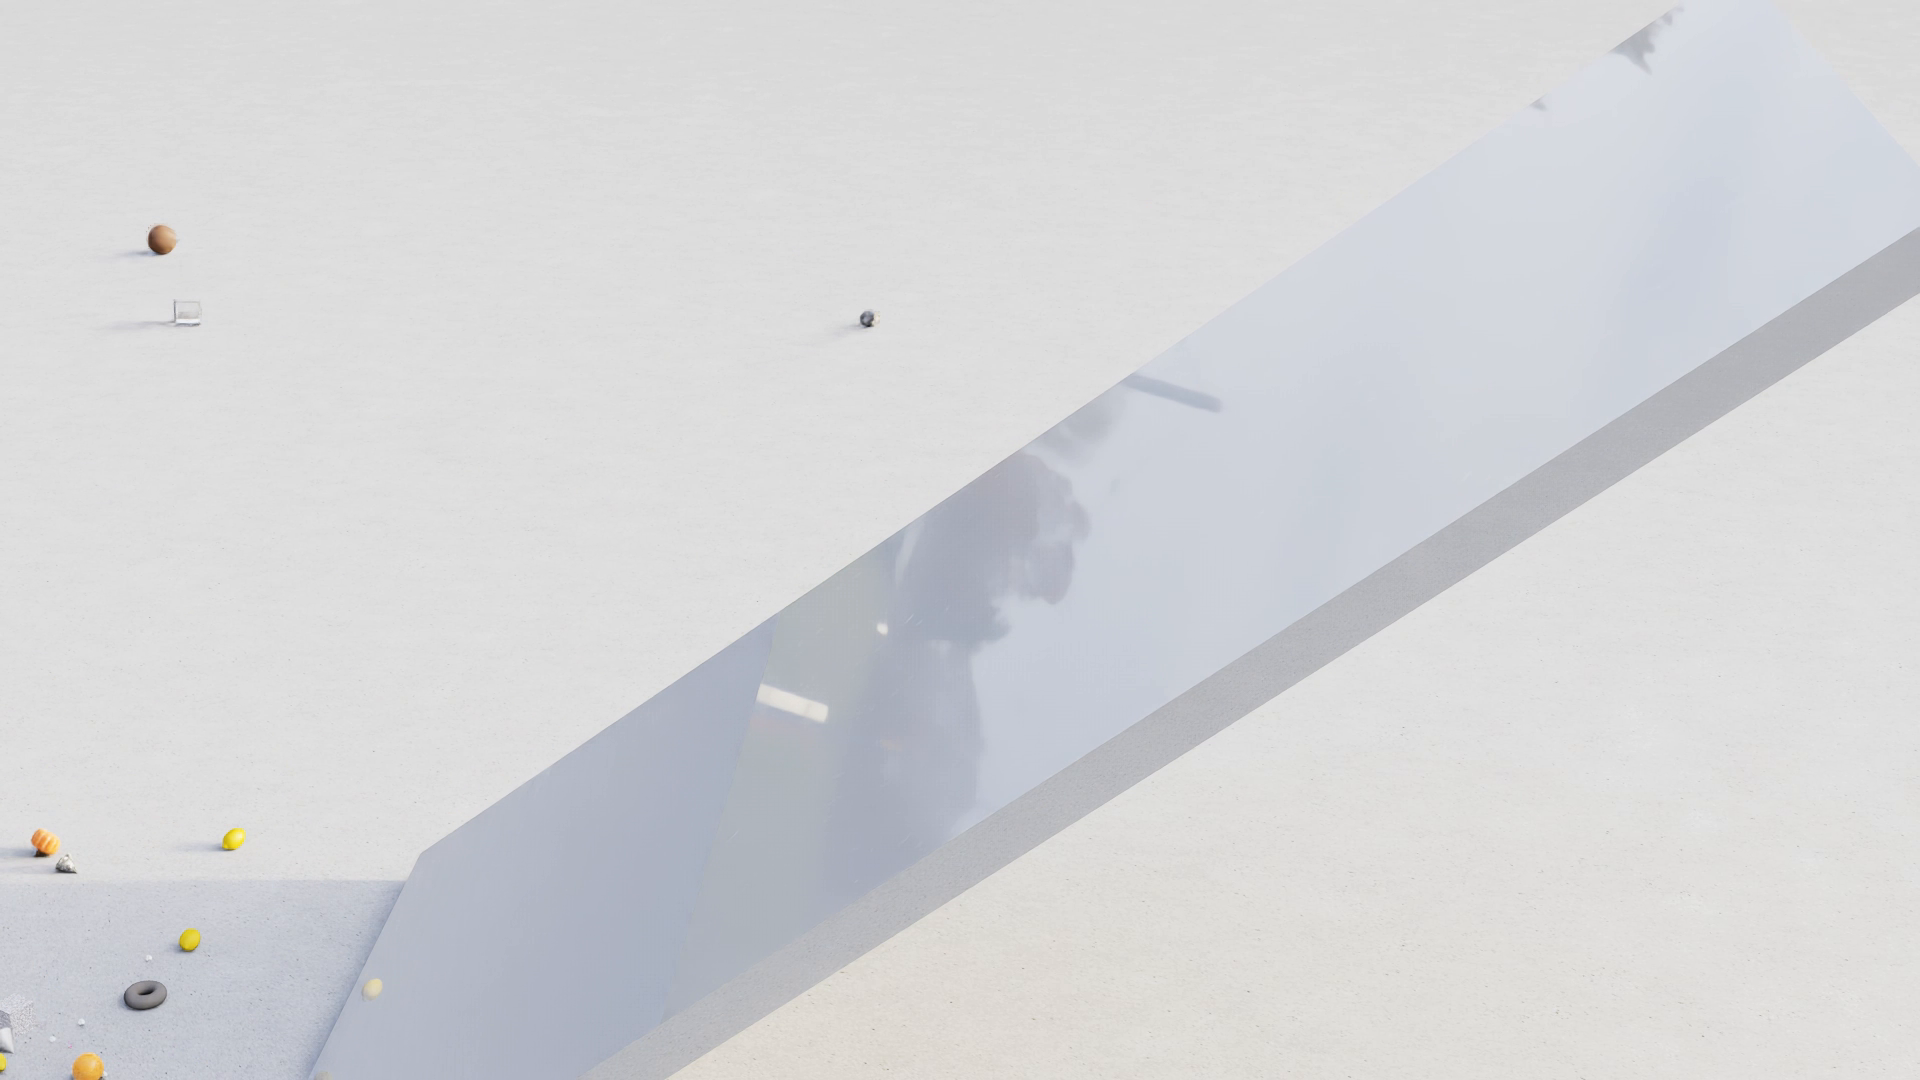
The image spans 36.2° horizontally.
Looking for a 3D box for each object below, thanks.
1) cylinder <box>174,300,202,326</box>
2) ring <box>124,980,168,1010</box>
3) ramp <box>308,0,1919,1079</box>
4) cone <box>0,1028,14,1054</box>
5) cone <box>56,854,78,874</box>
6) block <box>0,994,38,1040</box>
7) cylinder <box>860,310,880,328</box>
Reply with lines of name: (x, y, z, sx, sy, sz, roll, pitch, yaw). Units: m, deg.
cylinder: (-3.196, -0.942, 12.180, 0.100, 0.100, 0.100, -3, 22, -8)
ring: (-2.006, 1.120, 7.242, 0.104, 0.035, 0.104, 0, 23, 0)
ramp: (0.131, 0.178, 6.318, 4.000, 0.100, 2.000, -34, 16, 16)
cone: (-2.278, 1.209, 7.034, 0.059, 0.059, 0.059, 42, 40, 20)
cone: (-2.374, 0.874, 7.852, 0.055, 0.055, 0.055, 36, 33, 13)
block: (-2.288, 1.152, 7.116, 0.070, 0.070, 0.070, 15, 27, 33)
cylinder: (-0.370, -0.913, 12.162, 0.061, 0.061, 0.061, 12, 25, 27)
